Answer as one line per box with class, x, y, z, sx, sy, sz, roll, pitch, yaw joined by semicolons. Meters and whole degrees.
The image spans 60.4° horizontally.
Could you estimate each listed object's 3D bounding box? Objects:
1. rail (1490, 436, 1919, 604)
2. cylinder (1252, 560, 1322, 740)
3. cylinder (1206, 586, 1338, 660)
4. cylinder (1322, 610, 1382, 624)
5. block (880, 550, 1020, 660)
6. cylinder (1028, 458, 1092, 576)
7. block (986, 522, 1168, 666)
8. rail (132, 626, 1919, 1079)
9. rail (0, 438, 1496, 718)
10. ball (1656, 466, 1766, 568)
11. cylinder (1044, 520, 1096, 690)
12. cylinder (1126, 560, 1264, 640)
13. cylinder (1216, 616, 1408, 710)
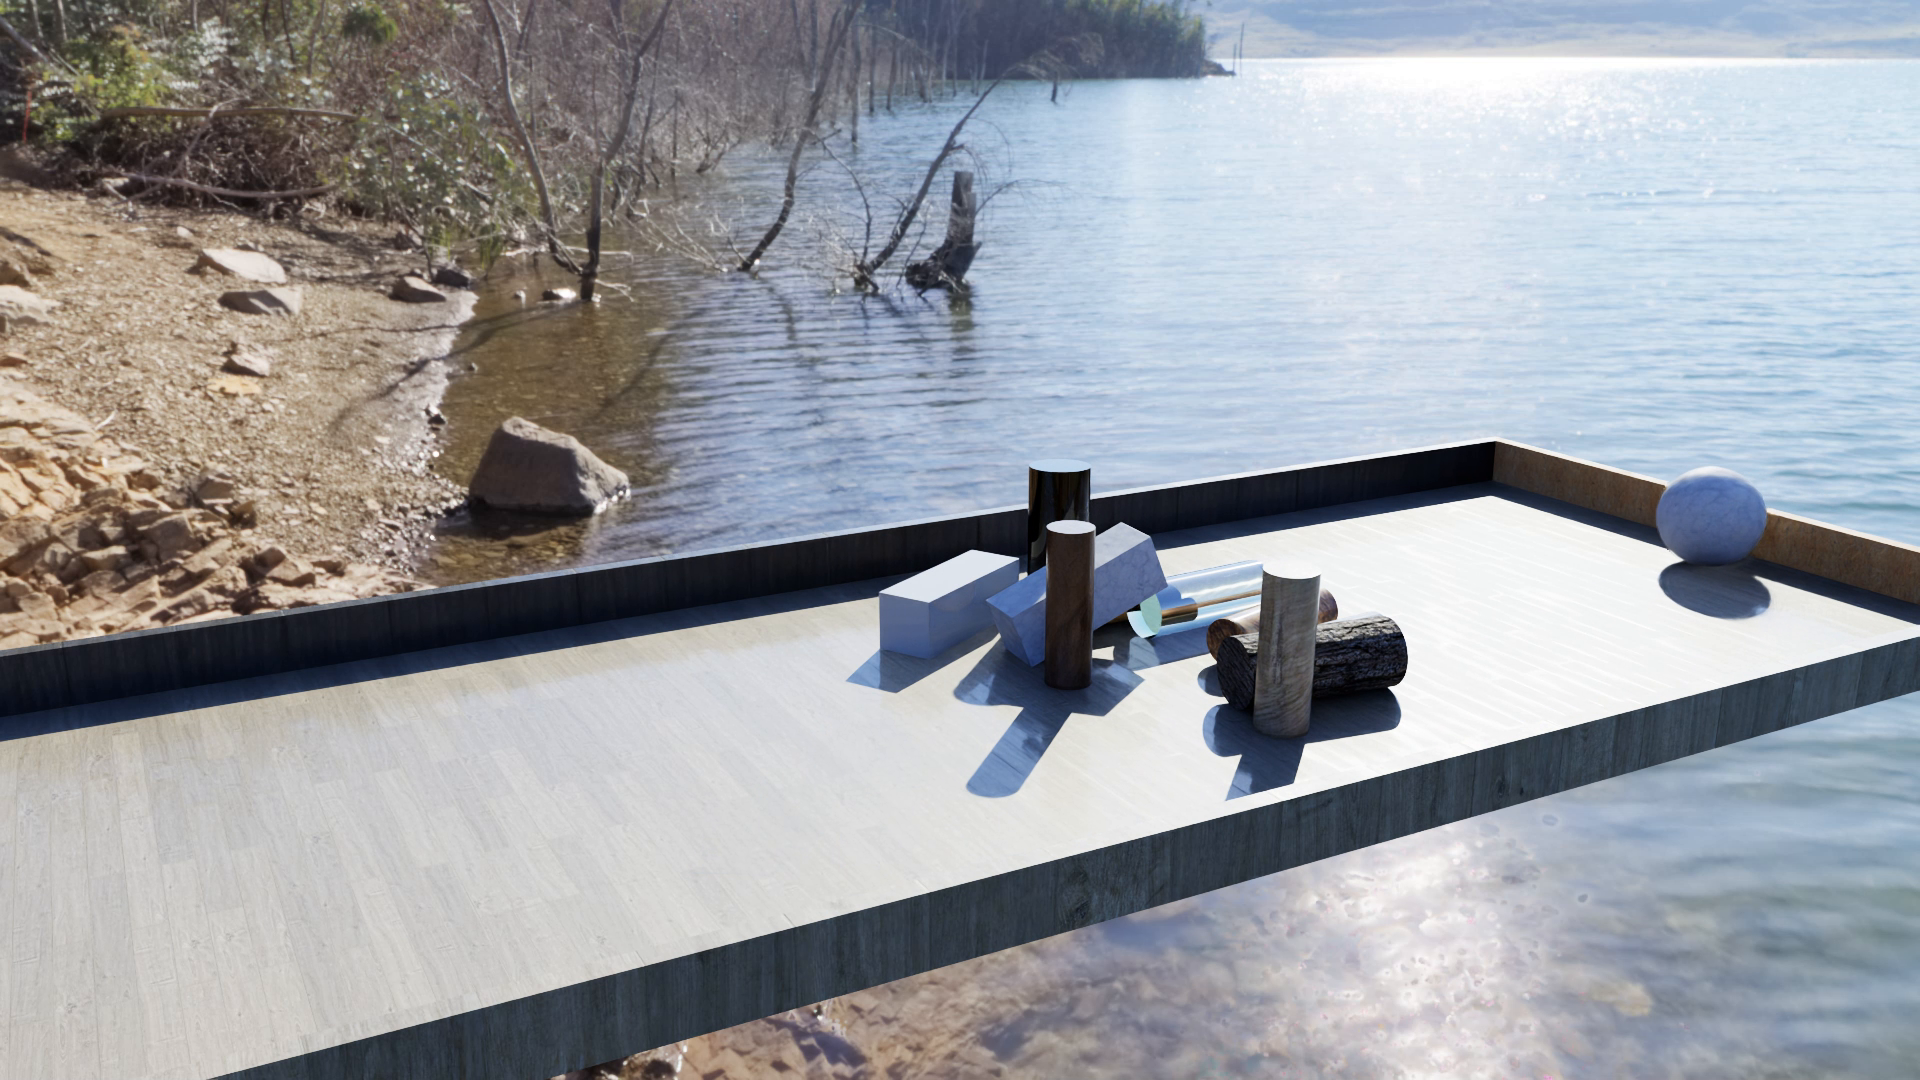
rail;2.466;-0.048;5.253;0.050;0.150;2.100;-9;18;-27
cylinder;0.751;0.253;3.797;0.131;0.391;0.131;0;17;0
cylinder;0.829;0.225;4.358;0.404;0.130;0.130;-15;22;-41
cylinder;0.923;0.271;4.243;0.415;0.107;0.107;-10;19;-31
block;-0.023;0.170;4.499;0.157;0.157;0.459;10;19;31
cylinder;0.276;-0.005;4.625;0.173;0.417;0.173;0;15;0
block;0.308;0.140;4.332;0.434;0.155;0.155;-29;25;-15
rail;-2.336;1.006;1.665;12.000;0.150;0.050;-9;18;-27
rail;-3.305;0.497;3.399;12.000;0.150;0.050;-9;18;-27
ball;2.300;-0.071;5.051;0.307;0.307;0.307;0;16;0
cylinder;0.272;0.162;4.087;0.119;0.404;0.119;0;16;0
cylinder;0.663;0.161;4.534;0.398;0.154;0.154;-10;19;-30
cylinder;0.860;0.297;4.026;0.430;0.177;0.177;-6;17;-20
